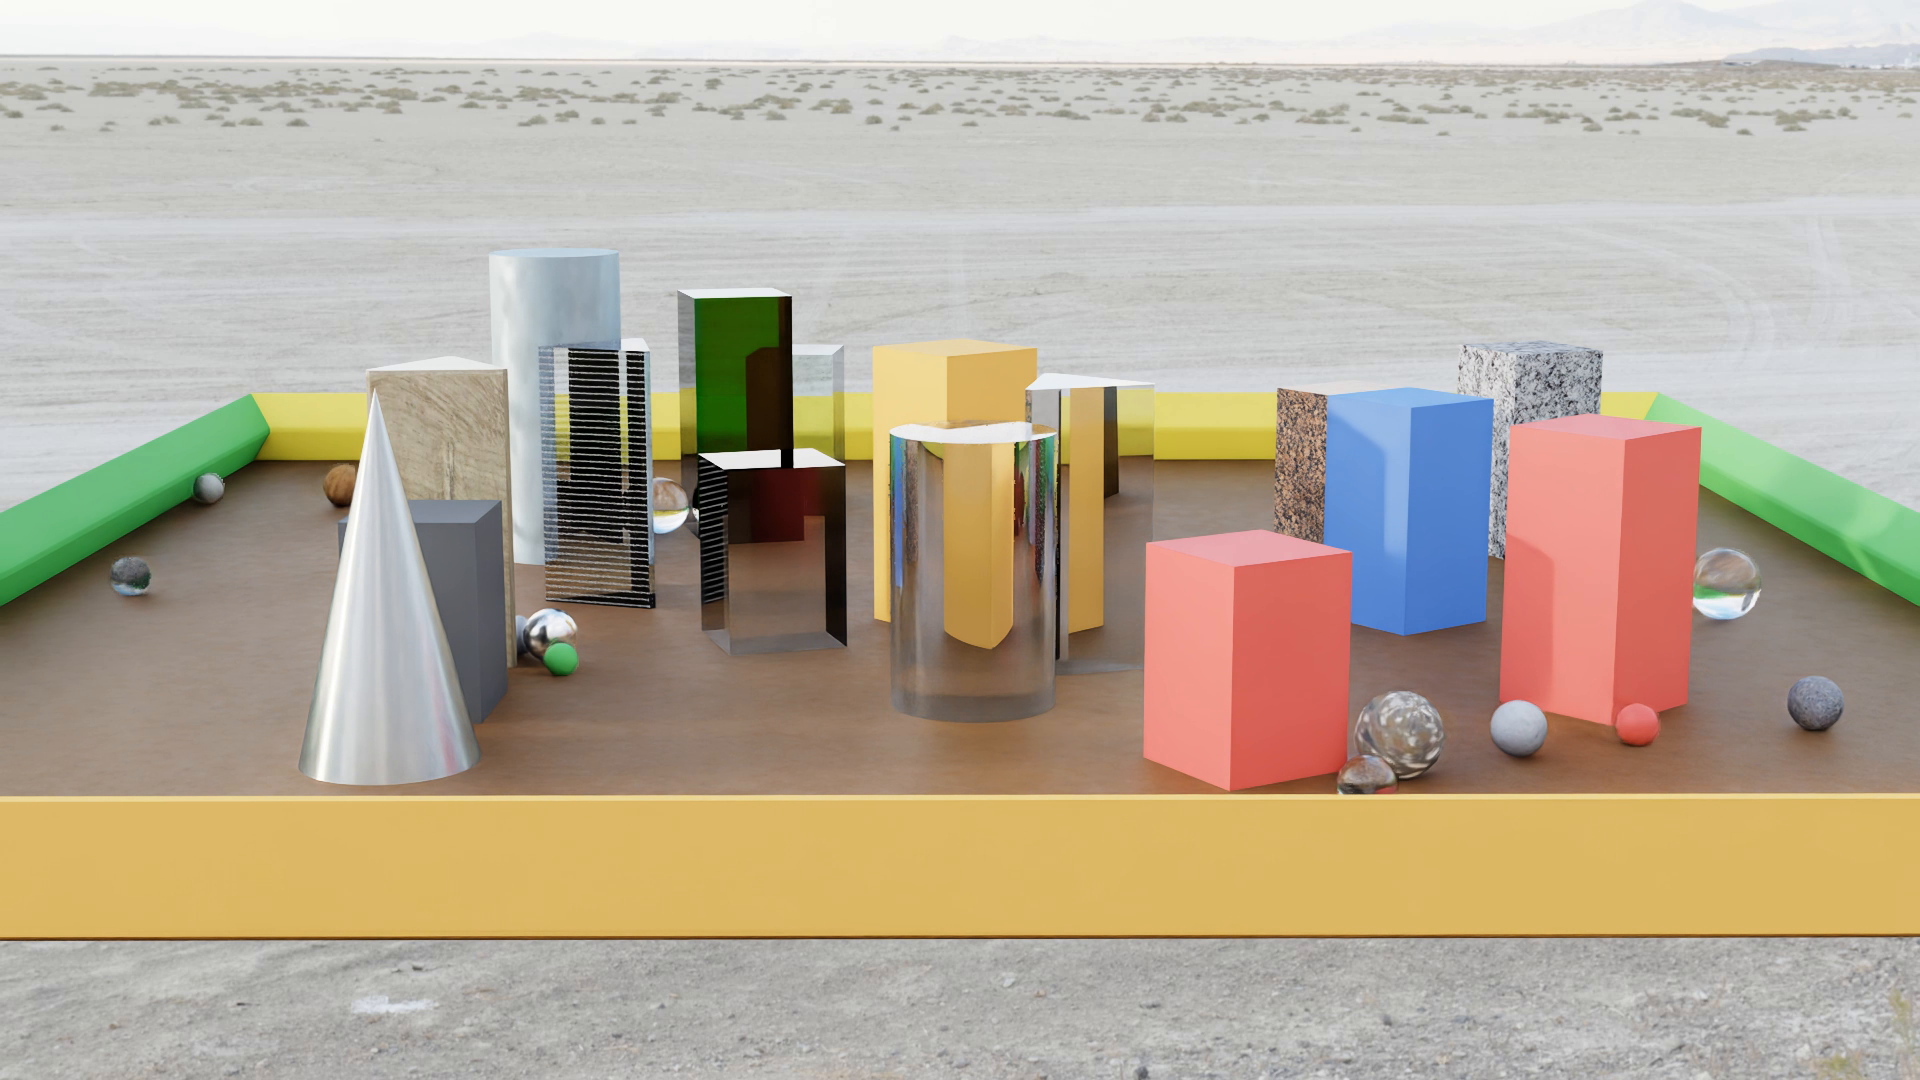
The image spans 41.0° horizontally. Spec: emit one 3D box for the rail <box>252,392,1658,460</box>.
[{"bbox_3d":[-0.007,-0.207,4.729,2.605,0.123,0.045,0,11,0],"label":"rail"}]

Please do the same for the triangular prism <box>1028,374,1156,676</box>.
[{"bbox_3d":[0.133,-0.023,3.135,0.164,0.348,0.142,-4,11,-20],"label":"triangular prism"}]

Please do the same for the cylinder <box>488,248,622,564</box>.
[{"bbox_3d":[-0.597,-0.202,3.814,0.189,0.450,0.189,0,11,0],"label":"cylinder"}]

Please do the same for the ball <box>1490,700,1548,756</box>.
[{"bbox_3d":[0.593,0.200,2.724,0.060,0.060,0.060,0,11,0],"label":"ball"}]

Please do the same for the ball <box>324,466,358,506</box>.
[{"bbox_3d":[-1.024,-0.090,4.263,0.066,0.066,0.066,0,11,0],"label":"ball"}]

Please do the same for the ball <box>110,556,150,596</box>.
[{"bbox_3d":[-1.146,0.050,3.542,0.055,0.055,0.055,0,11,0],"label":"ball"}]

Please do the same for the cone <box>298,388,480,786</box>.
[{"bbox_3d":[-0.602,0.038,2.674,0.189,0.396,0.189,0,11,0],"label":"cone"}]

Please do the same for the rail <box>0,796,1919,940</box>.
[{"bbox_3d":[0.007,0.270,2.170,2.605,0.123,0.045,0,11,0],"label":"rail"}]

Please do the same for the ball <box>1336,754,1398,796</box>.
[{"bbox_3d":[0.399,0.239,2.515,0.059,0.059,0.059,0,11,0],"label":"ball"}]

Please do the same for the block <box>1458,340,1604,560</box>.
[{"bbox_3d":[0.853,-0.137,3.863,0.151,0.306,0.151,-4,11,-22],"label":"block"}]

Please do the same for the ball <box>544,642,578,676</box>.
[{"bbox_3d":[-0.480,0.143,3.083,0.040,0.040,0.040,0,11,0],"label":"ball"}]

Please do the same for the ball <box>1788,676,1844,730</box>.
[{"bbox_3d":[0.944,0.180,2.832,0.060,0.060,0.060,0,11,0],"label":"ball"}]

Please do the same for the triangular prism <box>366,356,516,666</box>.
[{"bbox_3d":[-0.629,-0.037,3.160,0.164,0.365,0.142,-1,11,-4],"label":"triangular prism"}]

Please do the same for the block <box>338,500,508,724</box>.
[{"bbox_3d":[-0.608,0.079,2.916,0.151,0.227,0.151,0,11,1],"label":"block"}]

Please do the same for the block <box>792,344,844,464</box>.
[{"bbox_3d":[-0.277,-0.190,4.276,0.151,0.257,0.151,1,11,5],"label":"block"}]

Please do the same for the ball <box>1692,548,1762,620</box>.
[{"bbox_3d":[1.009,0.059,3.388,0.094,0.094,0.094,0,11,0],"label":"ball"}]

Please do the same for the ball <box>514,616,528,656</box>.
[{"bbox_3d":[-0.551,0.119,3.187,0.050,0.050,0.050,0,11,0],"label":"ball"}]

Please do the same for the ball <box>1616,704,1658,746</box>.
[{"bbox_3d":[0.731,0.199,2.769,0.045,0.045,0.045,0,11,0],"label":"ball"}]

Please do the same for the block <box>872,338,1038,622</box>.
[{"bbox_3d":[-0.007,-0.072,3.361,0.151,0.362,0.151,-9,14,-39],"label":"block"}]

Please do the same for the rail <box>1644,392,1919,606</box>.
[{"bbox_3d":[1.279,0.030,3.457,0.045,0.123,2.650,0,11,0],"label":"rail"}]

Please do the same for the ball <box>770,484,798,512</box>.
[{"bbox_3d":[-0.288,-0.068,4.199,0.046,0.046,0.046,0,11,0],"label":"ball"}]

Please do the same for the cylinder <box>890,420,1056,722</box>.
[{"bbox_3d":[0.015,0.032,2.929,0.189,0.315,0.189,0,11,0],"label":"cylinder"}]

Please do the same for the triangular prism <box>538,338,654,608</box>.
[{"bbox_3d":[-0.468,-0.096,3.524,0.164,0.349,0.142,4,11,19],"label":"triangular prism"}]

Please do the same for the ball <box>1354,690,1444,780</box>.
[{"bbox_3d":[0.452,0.200,2.637,0.091,0.091,0.091,0,11,0],"label":"ball"}]

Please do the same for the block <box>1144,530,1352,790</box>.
[{"bbox_3d":[0.299,0.121,2.678,0.151,0.231,0.151,-6,12,-31],"label":"block"}]

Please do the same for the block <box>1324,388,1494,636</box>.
[{"bbox_3d":[0.588,-0.041,3.377,0.151,0.295,0.151,-8,13,-35],"label":"block"}]

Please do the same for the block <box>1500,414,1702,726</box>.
[{"bbox_3d":[0.730,0.029,2.928,0.151,0.321,0.151,-9,14,-41],"label":"block"}]

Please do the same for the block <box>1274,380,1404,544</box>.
[{"bbox_3d":[0.561,-0.085,3.688,0.151,0.266,0.151,-8,13,-35],"label":"block"}]

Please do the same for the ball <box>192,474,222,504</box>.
[{"bbox_3d":[-1.256,-0.085,4.285,0.049,0.049,0.049,0,11,0],"label":"ball"}]

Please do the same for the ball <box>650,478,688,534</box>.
[{"bbox_3d":[-0.468,-0.053,4.009,0.087,0.087,0.087,0,11,0],"label":"ball"}]

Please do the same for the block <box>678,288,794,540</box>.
[{"bbox_3d":[-0.352,-0.201,4.024,0.151,0.373,0.151,-3,11,-16],"label":"block"}]

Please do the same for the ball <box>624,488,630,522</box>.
[{"bbox_3d":[-0.558,-0.052,3.981,0.095,0.095,0.095,0,11,0],"label":"ball"}]

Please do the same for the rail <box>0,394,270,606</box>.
[{"bbox_3d":[-1.279,0.033,3.442,0.045,0.123,2.650,0,11,0],"label":"rail"}]

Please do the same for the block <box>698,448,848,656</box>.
[{"bbox_3d":[-0.239,0.012,3.261,0.151,0.232,0.151,-4,11,-19],"label":"block"}]

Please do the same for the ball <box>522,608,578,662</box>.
[{"bbox_3d":[-0.503,0.117,3.149,0.067,0.067,0.067,0,11,0],"label":"ball"}]
